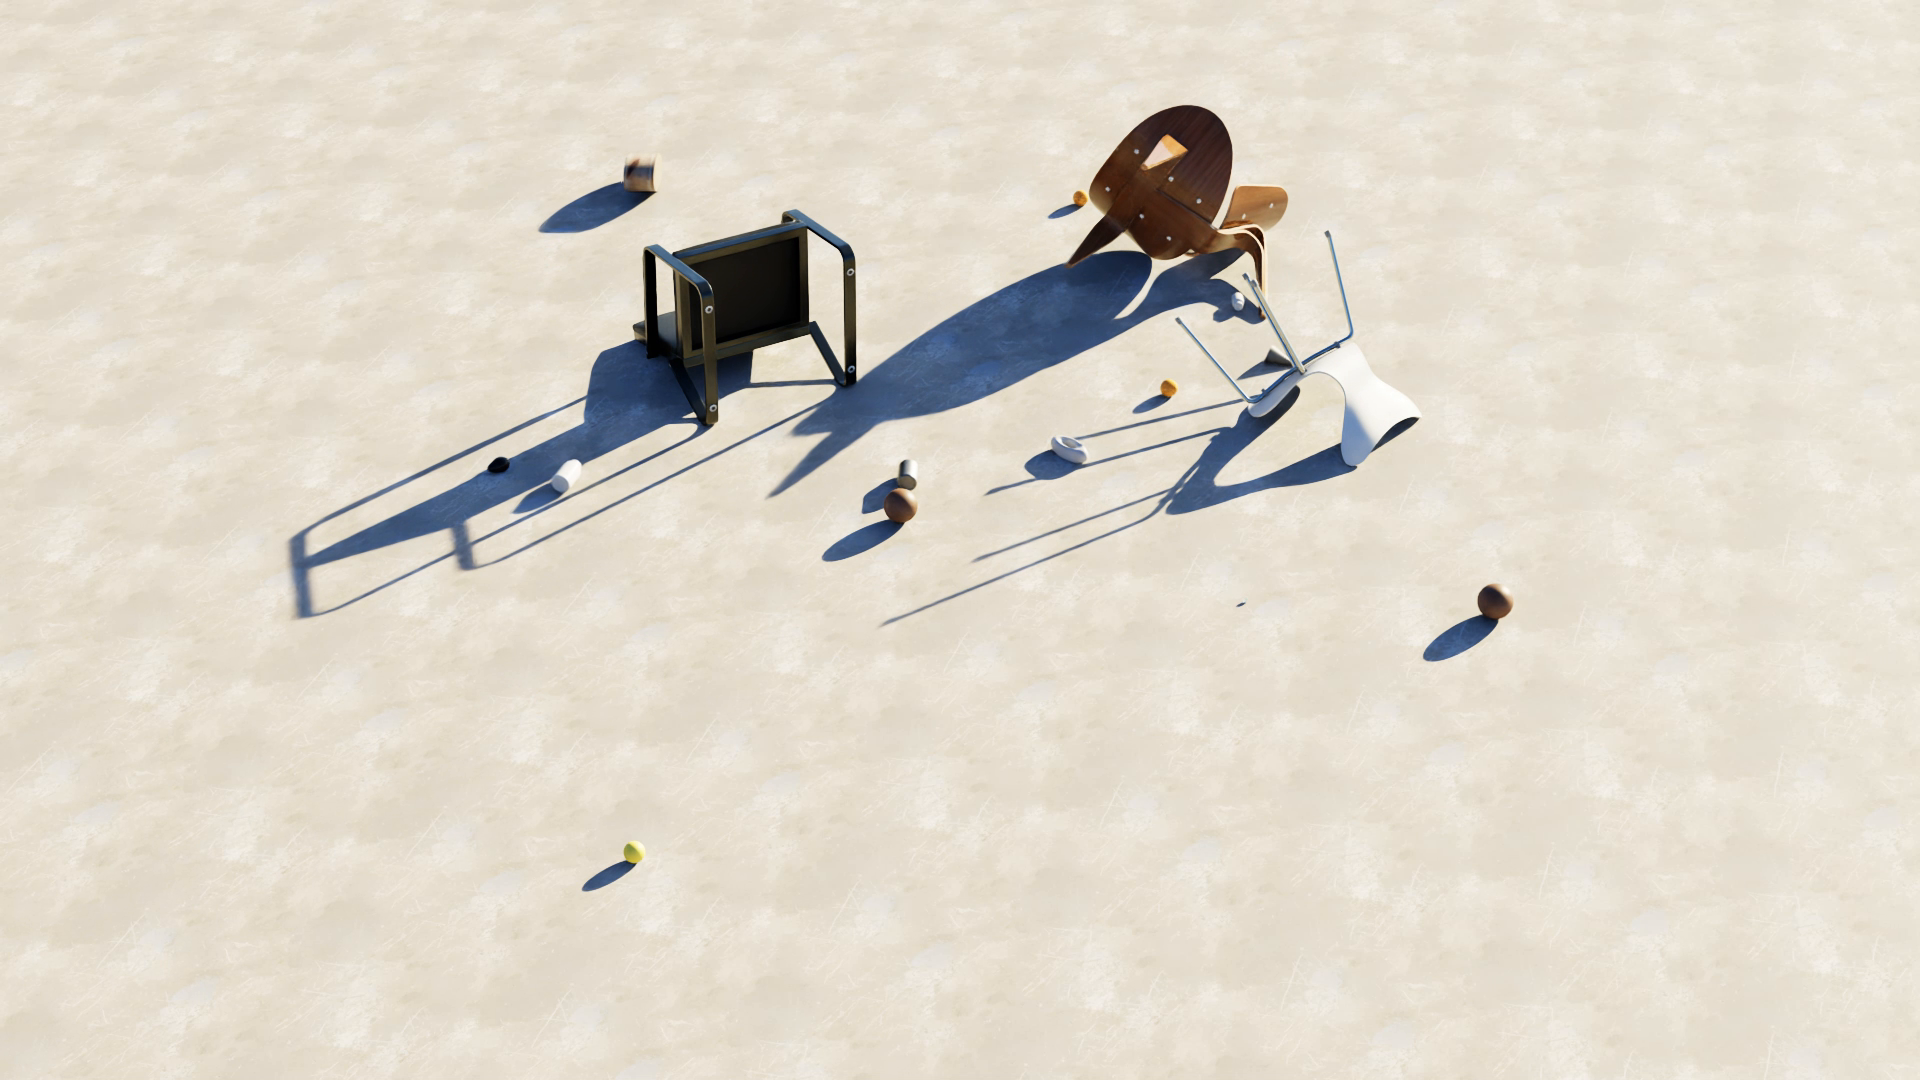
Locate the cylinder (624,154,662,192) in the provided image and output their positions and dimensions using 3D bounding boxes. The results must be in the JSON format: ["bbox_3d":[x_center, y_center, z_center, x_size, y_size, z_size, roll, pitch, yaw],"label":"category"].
[{"bbox_3d":[-1.440,-1.671,13.326,0.136,0.162,0.294,1,21,2],"label":"cylinder"}]

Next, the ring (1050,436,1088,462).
[{"bbox_3d":[0.426,-0.354,11.427,0.087,0.061,0.188,-29,42,-34],"label":"ring"}]

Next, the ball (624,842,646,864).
[{"bbox_3d":[-1.041,0.997,9.367,0.070,0.070,0.070,0,33,0],"label":"ball"}]

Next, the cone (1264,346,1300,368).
[{"bbox_3d":[1.330,-0.737,12.030,0.140,0.075,0.082,25,38,10],"label":"cone"}]
